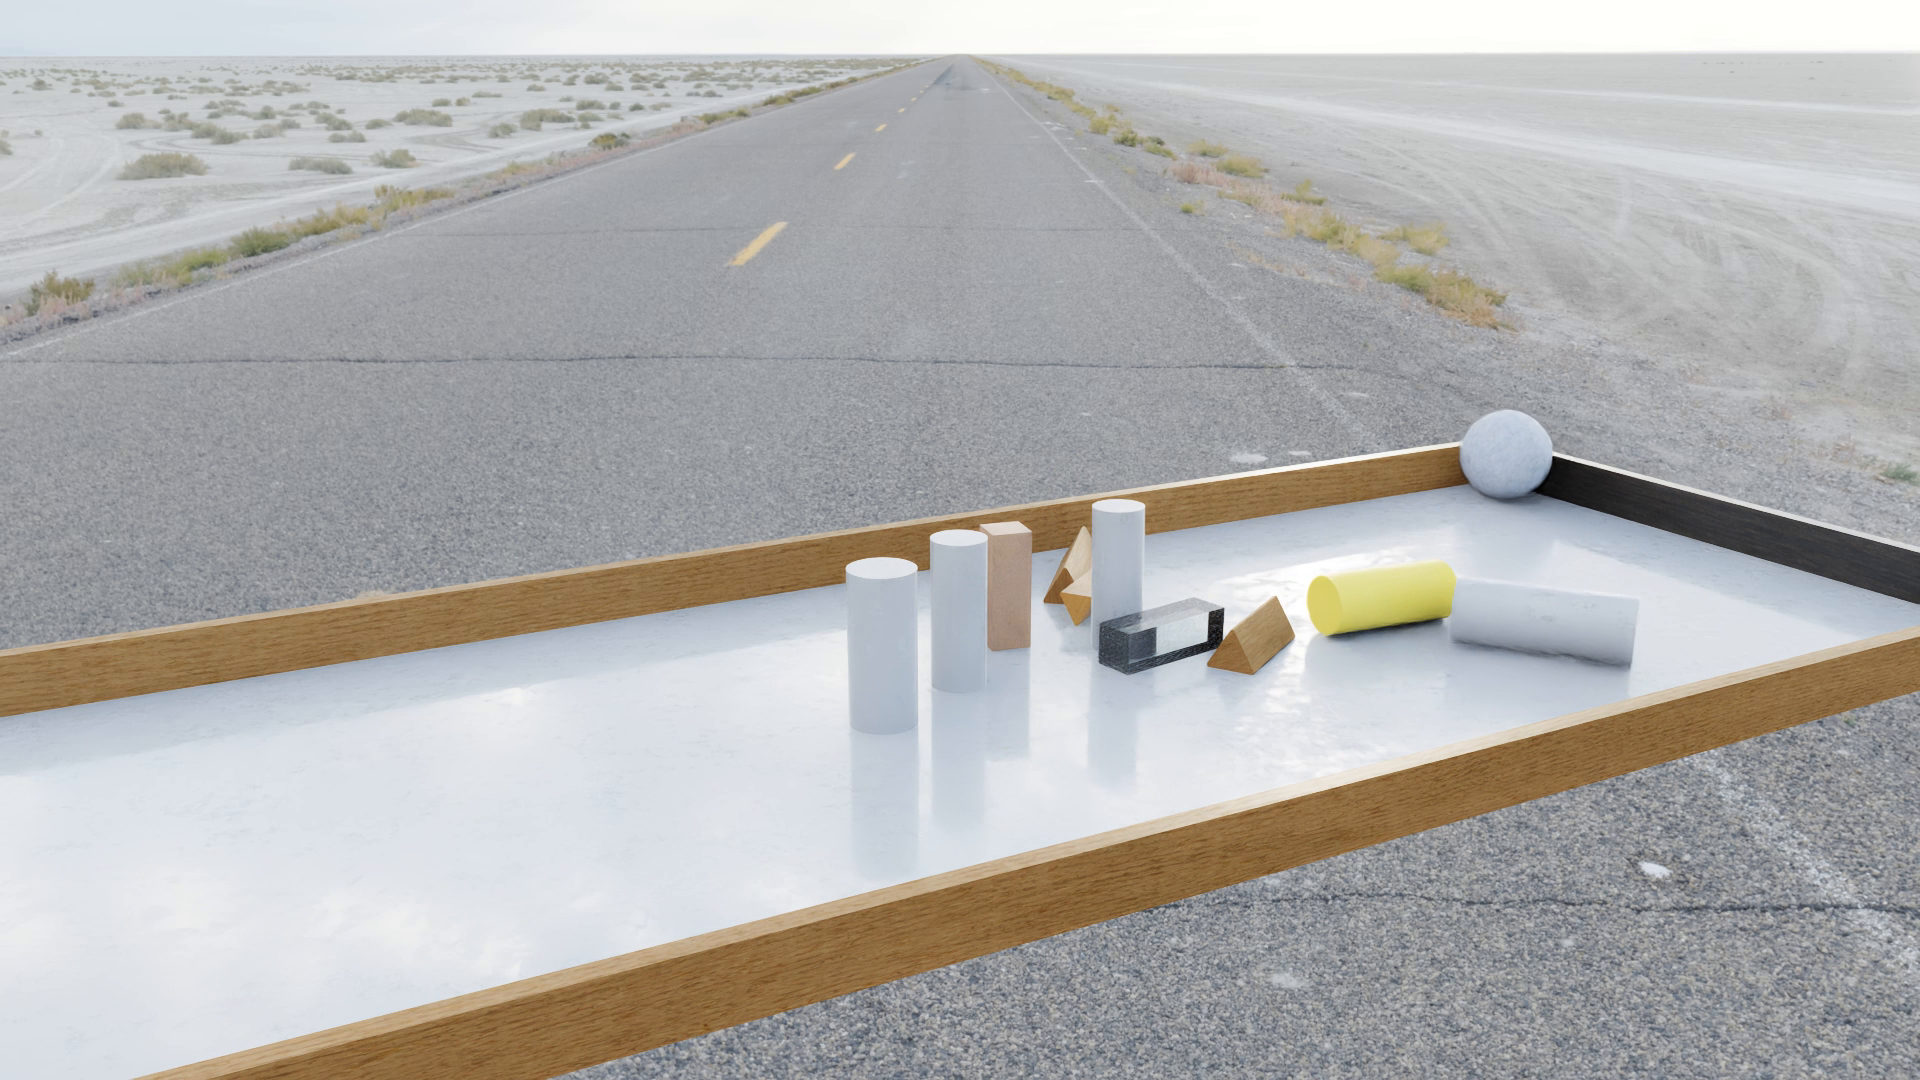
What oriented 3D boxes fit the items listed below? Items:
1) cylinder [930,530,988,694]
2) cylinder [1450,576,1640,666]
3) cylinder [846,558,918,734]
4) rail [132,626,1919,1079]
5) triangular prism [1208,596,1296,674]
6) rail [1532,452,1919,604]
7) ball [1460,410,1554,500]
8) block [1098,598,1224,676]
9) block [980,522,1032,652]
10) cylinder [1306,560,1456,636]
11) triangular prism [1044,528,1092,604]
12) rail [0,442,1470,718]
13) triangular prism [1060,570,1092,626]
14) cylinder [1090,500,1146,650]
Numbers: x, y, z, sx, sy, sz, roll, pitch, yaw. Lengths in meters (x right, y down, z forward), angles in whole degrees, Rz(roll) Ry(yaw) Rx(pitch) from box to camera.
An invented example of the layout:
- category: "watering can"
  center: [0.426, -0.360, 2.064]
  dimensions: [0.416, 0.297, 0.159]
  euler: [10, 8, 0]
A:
- category: "cylinder"
  center: [-0.003, 0.176, 4.083]
  dimensions: [0.142, 0.379, 0.142]
  euler: [0, 16, 0]
- category: "cylinder"
  center: [1.530, 0.210, 4.324]
  dimensions: [0.450, 0.178, 0.178]
  euler: [7, 18, 23]
- category: "cylinder"
  center: [-0.181, 0.246, 3.845]
  dimensions: [0.165, 0.379, 0.165]
  euler: [0, 16, 0]
- category: "rail"
  center: [-2.336, 1.006, 1.665]
  dimensions: [12.000, 0.150, 0.050]
  euler: [-9, 18, -27]
- category: "triangular prism"
  center: [0.771, 0.240, 4.334]
  dimensions: [0.126, 0.109, 0.322]
  euler: [10, 19, 29]
- category: "rail"
  center: [2.466, -0.048, 5.253]
  dimensions: [0.050, 0.150, 2.100]
  euler: [-9, 18, -27]
- category: "ball"
  center: [1.929, -0.301, 5.824]
  dimensions: [0.312, 0.312, 0.312]
  euler: [0, 16, 0]
- category: "block"
  center: [0.529, 0.249, 4.312]
  dimensions: [0.344, 0.111, 0.111]
  euler: [-12, 20, -36]
- category: "block"
  center: [0.120, 0.122, 4.374]
  dimensions: [0.108, 0.319, 0.108]
  euler: [-5, 17, -17]
- category: "cylinder"
  center: [1.162, 0.157, 4.532]
  dimensions: [0.383, 0.163, 0.163]
  euler: [-7, 18, -21]
- category: "triangular prism"
  center: [0.342, 0.069, 4.919]
  dimensions: [0.123, 0.107, 0.440]
  euler: [3, 17, 11]
- category: "rail"
  center: [-3.305, 0.497, 3.399]
  dimensions: [12.000, 0.150, 0.050]
  euler: [-9, 18, -27]
- category: "triangular prism"
  center: [0.389, 0.125, 4.696]
  dimensions: [0.089, 0.102, 0.369]
  euler: [37, 27, 12]
- category: "cylinder"
  center: [0.415, 0.095, 4.345]
  dimensions: [0.138, 0.384, 0.138]
  euler: [-1, 16, 0]
